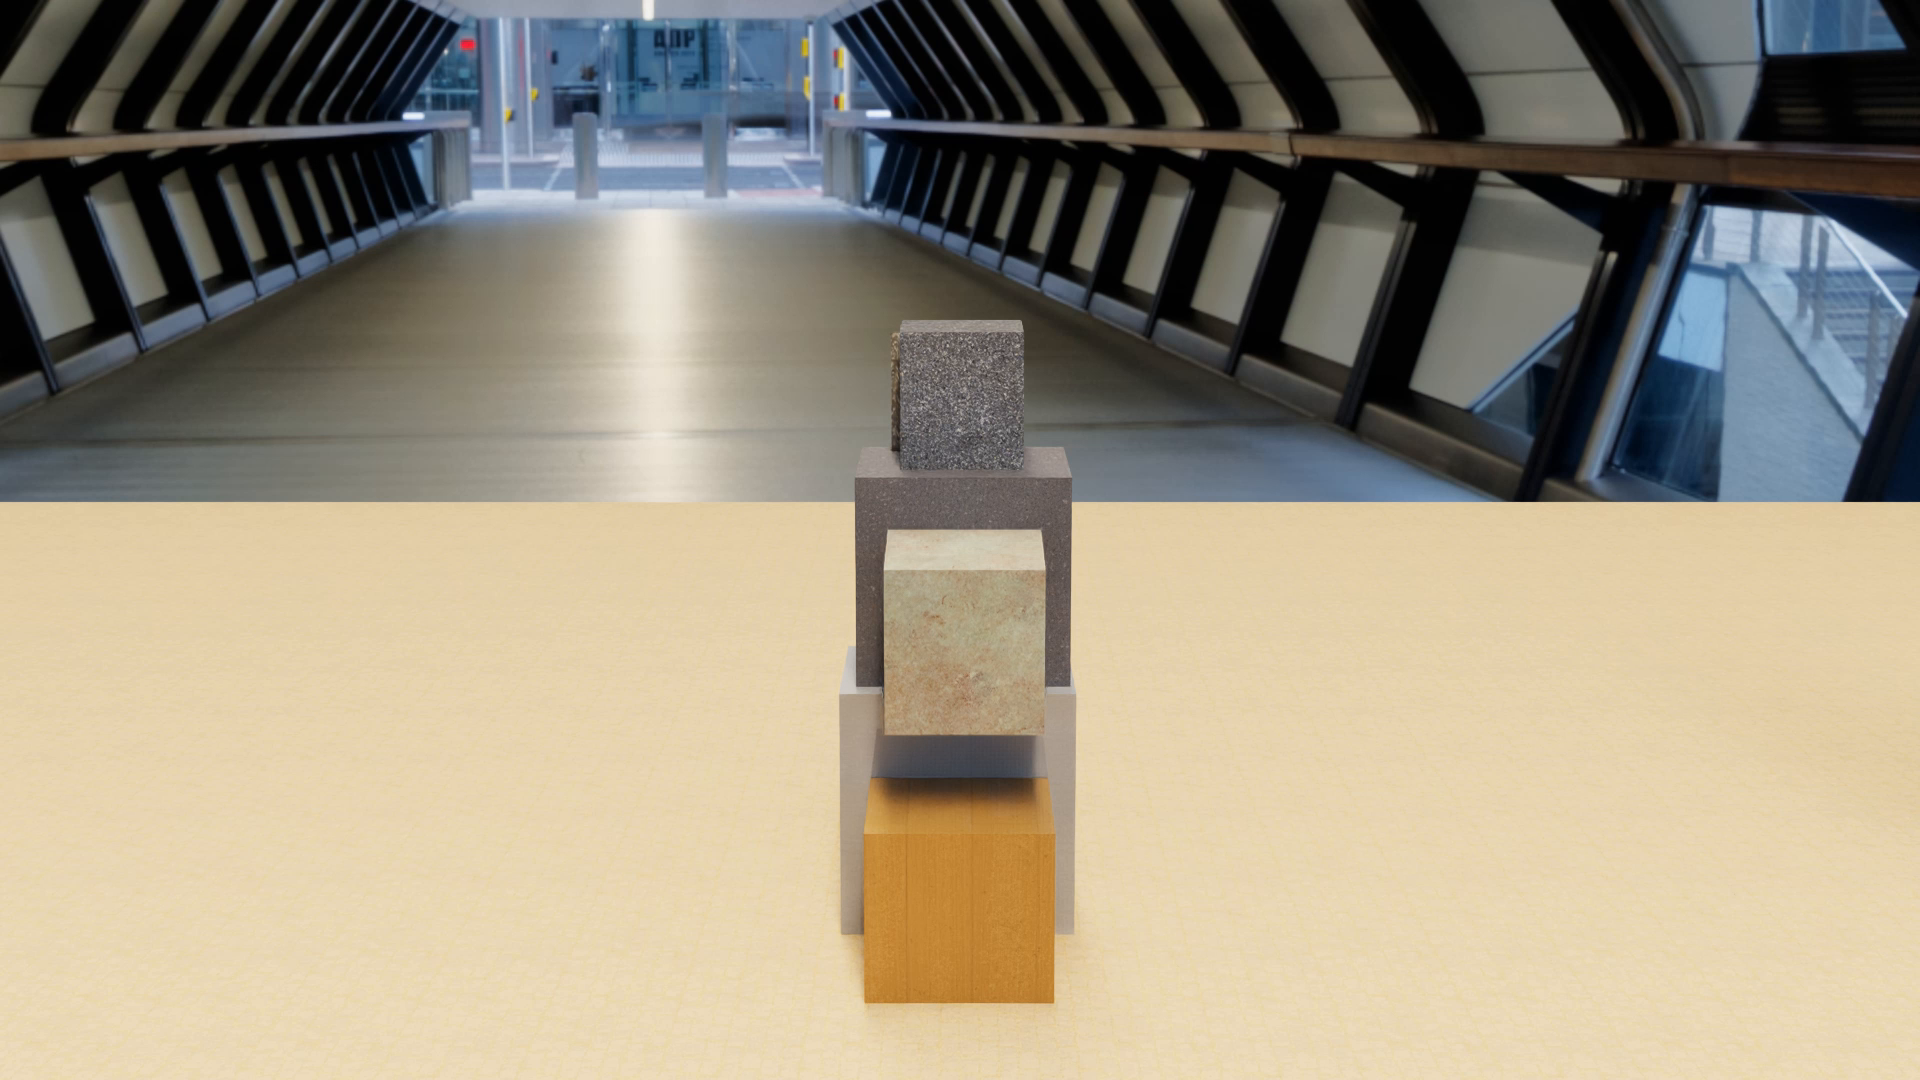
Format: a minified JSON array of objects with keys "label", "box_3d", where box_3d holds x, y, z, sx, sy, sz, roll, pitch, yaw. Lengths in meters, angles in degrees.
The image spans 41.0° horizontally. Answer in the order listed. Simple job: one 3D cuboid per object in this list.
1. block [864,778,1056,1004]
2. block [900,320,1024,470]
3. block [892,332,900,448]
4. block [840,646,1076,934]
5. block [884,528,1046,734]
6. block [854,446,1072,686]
[{"label":"block","box_3d":[-0.002,1.372,10.143,0.725,0.672,0.784,0,10,0]},{"label":"block","box_3d":[0.008,-0.617,10.800,0.509,0.568,0.526,0,10,0]},{"label":"block","box_3d":[-0.014,-0.666,11.358,0.566,0.497,0.517,0,4,0]},{"label":"block","box_3d":[-0.009,1.048,10.943,0.964,1.022,0.885,0,10,0]},{"label":"block","box_3d":[0.018,0.354,10.149,0.618,0.663,0.608,0,15,0]},{"label":"block","box_3d":[0.014,0.097,10.890,0.881,0.869,0.867,0,10,0]}]
